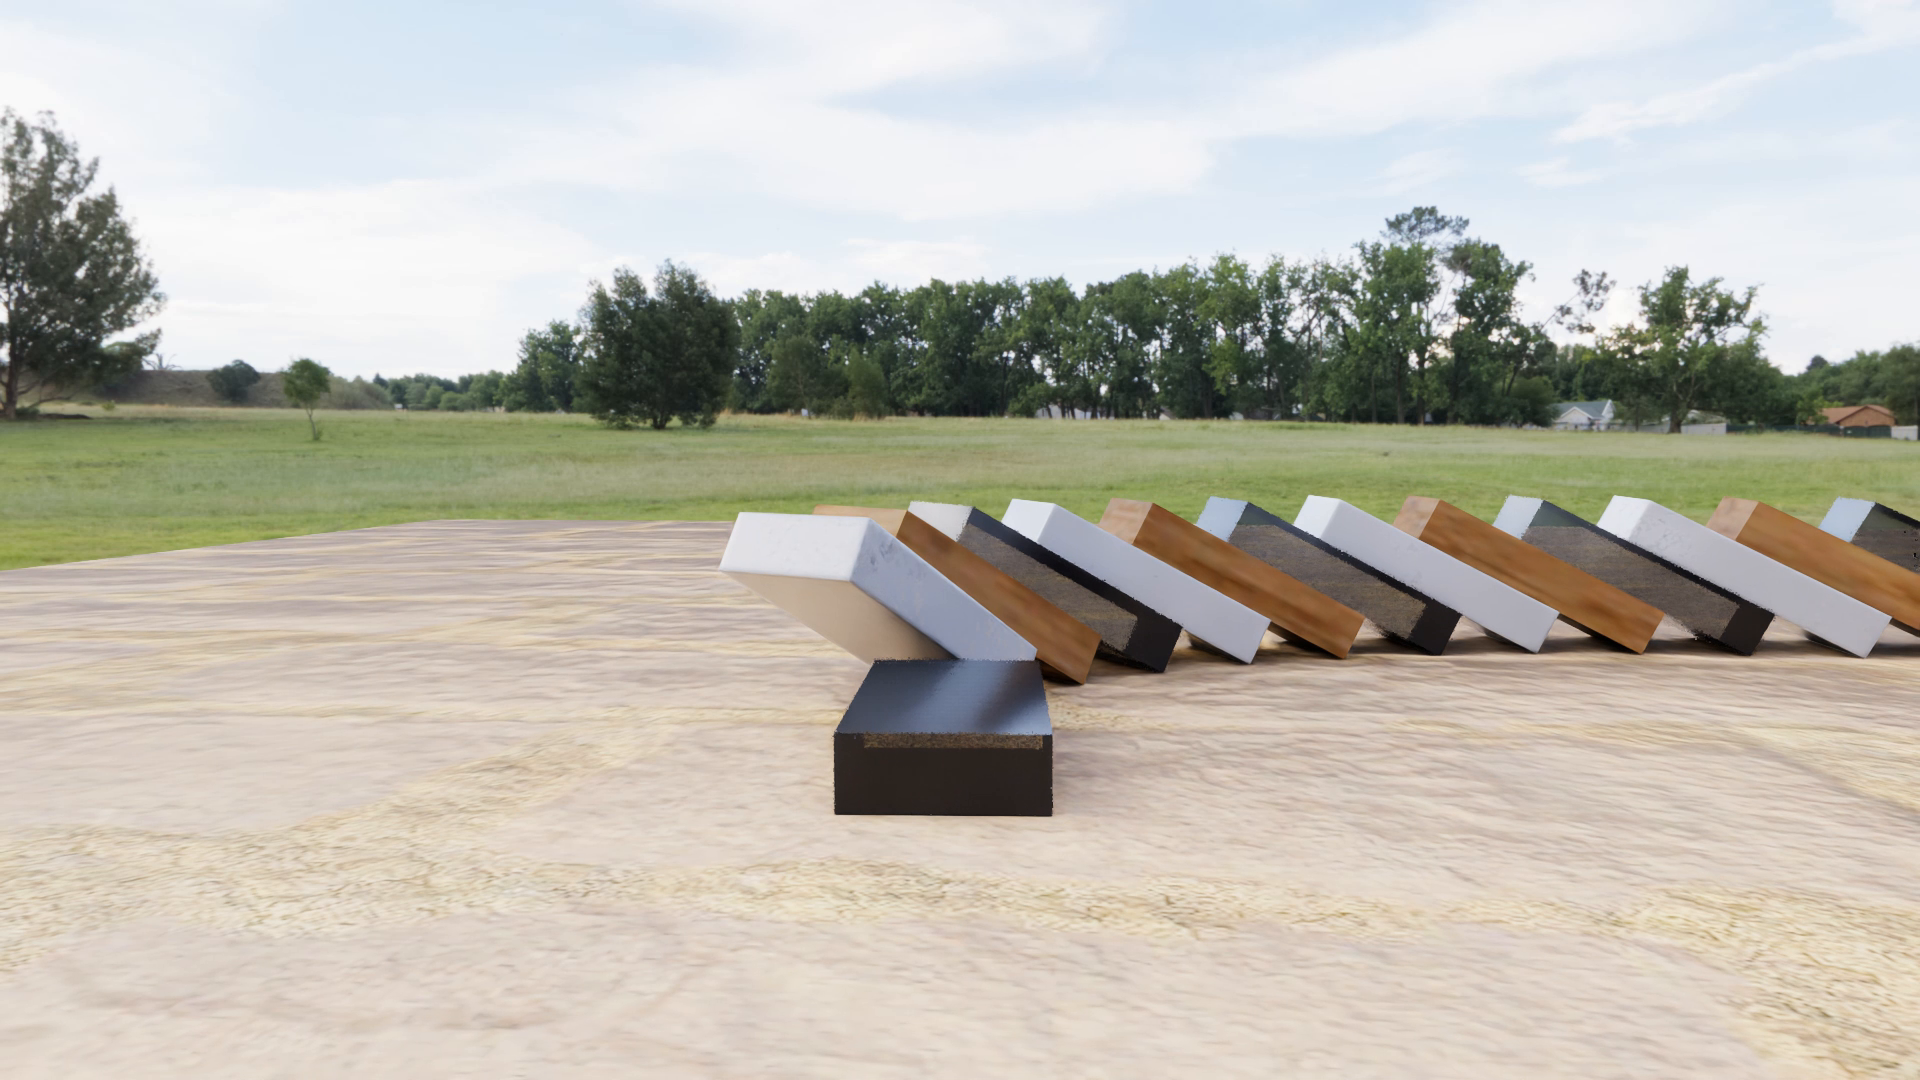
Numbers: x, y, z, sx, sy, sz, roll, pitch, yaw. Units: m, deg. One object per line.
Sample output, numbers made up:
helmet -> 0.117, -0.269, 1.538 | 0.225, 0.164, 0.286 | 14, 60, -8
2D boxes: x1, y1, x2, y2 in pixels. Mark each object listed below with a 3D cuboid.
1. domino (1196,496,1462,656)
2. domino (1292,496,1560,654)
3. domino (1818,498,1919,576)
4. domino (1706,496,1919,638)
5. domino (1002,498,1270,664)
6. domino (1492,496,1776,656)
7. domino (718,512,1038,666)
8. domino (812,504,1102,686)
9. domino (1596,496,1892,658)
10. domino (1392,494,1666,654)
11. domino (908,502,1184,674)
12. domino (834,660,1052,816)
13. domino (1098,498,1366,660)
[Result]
domino -> 0.075, 0.007, 0.266 | 0.050, 0.009, 0.025 | 27, 1, -7
domino -> 0.097, 0.007, 0.271 | 0.050, 0.009, 0.025 | 27, 4, -1
domino -> 0.206, 0.007, 0.261 | 0.050, 0.009, 0.025 | 29, 13, 16
domino -> 0.184, 0.007, 0.266 | 0.050, 0.009, 0.025 | 29, 11, 13
domino -> 0.033, 0.008, 0.252 | 0.050, 0.009, 0.025 | 27, -4, -16
domino -> 0.140, 0.007, 0.271 | 0.050, 0.010, 0.025 | 28, 8, 6
domino -> -0.011, 0.011, 0.201 | 0.025, 0.009, 0.050 | 3, -24, 35
domino -> -0.001, 0.010, 0.222 | 0.050, 0.009, 0.025 | 33, -18, -37
domino -> 0.162, 0.007, 0.269 | 0.050, 0.009, 0.025 | 28, 9, 8
domino -> 0.119, 0.007, 0.272 | 0.050, 0.009, 0.025 | 27, 6, 3
domino -> 0.014, 0.009, 0.239 | 0.050, 0.009, 0.025 | 29, -9, -26
domino -> -0.001, 0.025, 0.171 | 0.025, 0.009, 0.050 | 0, 4, 2
domino -> 0.054, 0.007, 0.260 | 0.050, 0.009, 0.025 | 27, -1, -12
